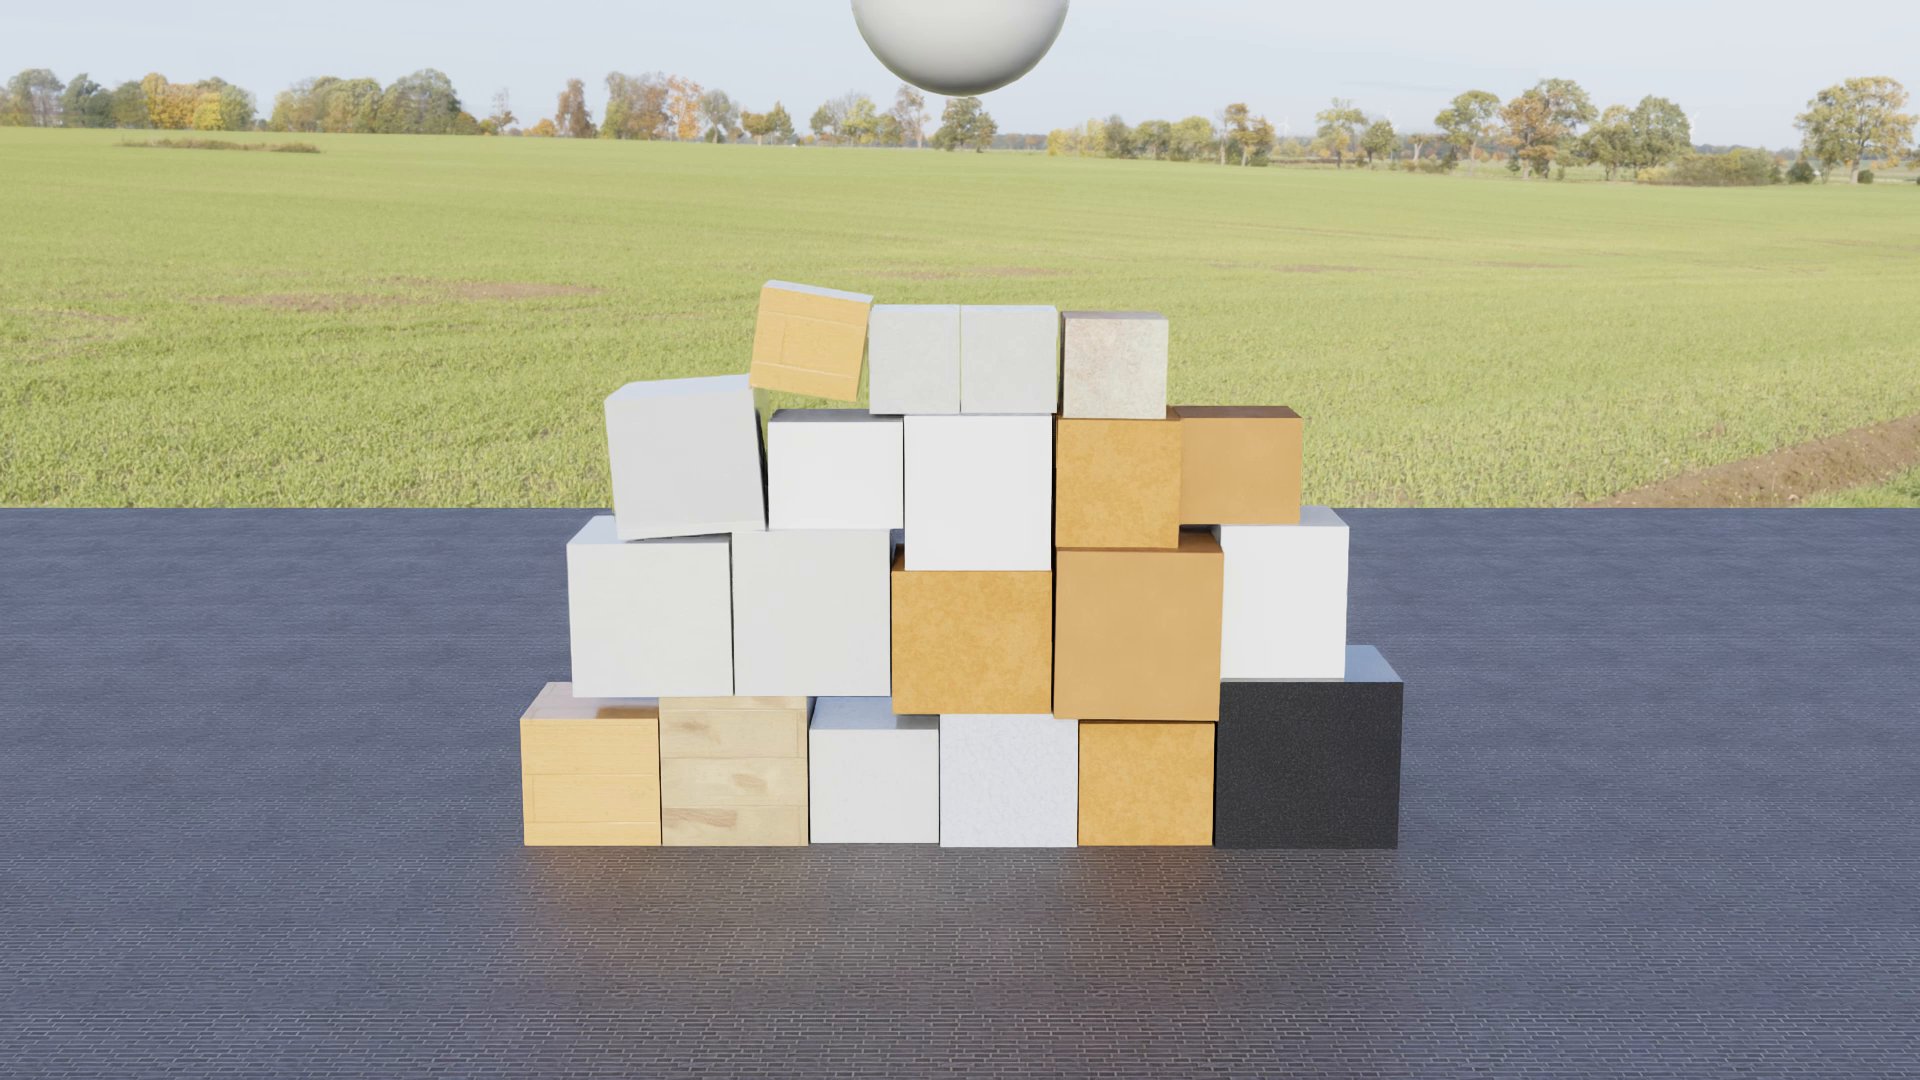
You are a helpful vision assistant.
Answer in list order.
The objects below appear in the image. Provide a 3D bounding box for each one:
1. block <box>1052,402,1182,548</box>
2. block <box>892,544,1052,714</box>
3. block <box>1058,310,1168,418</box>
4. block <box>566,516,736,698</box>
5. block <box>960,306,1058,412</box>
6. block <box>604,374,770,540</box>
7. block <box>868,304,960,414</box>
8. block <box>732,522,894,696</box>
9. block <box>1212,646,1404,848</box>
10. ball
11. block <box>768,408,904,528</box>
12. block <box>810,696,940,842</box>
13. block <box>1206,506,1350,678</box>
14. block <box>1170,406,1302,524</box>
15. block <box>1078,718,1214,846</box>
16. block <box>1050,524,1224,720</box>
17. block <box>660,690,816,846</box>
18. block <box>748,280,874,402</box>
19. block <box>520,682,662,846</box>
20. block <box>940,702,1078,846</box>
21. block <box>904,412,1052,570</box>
[{"bbox_3d":[0.776,-0.336,11.122,0.606,0.628,0.708,1,10,0],"label":"block"},{"bbox_3d":[0.058,0.442,11.261,0.789,0.723,0.767,0,10,0],"label":"block"},{"bbox_3d":[0.764,-0.885,11.033,0.502,0.485,0.532,1,10,0],"label":"block"},{"bbox_3d":[-1.525,0.324,11.234,0.792,0.771,0.829,0,10,0],"label":"block"},{"bbox_3d":[0.241,-0.912,11.032,0.474,0.497,0.442,0,10,0],"label":"block"},{"bbox_3d":[-1.340,-0.433,11.093,0.723,0.691,0.774,-4,10,1],"label":"block"},{"bbox_3d":[-0.224,-0.912,11.021,0.443,0.499,0.486,0,10,0],"label":"block"},{"bbox_3d":[-0.731,0.297,11.228,0.769,0.825,0.792,0,10,0],"label":"block"},{"bbox_3d":[1.738,1.054,11.359,0.915,0.861,0.809,0,10,0],"label":"block"},{"bbox_3d":[0.000,-3.978,15.696,1.600,1.600,1.600,0,10,0],"label":"ball"},{"bbox_3d":[-0.612,-0.367,11.106,0.663,0.527,0.565,0,10,0],"label":"block"},{"bbox_3d":[-0.432,1.183,11.409,0.648,0.590,0.664,0,10,0],"label":"block"},{"bbox_3d":[1.604,0.253,11.223,0.629,0.764,0.641,0,10,0],"label":"block"},{"bbox_3d":[1.386,-0.387,11.129,0.604,0.528,0.523,0,10,0],"label":"block"},{"bbox_3d":[0.935,1.165,11.390,0.673,0.632,0.718,0,10,0],"label":"block"},{"bbox_3d":[0.876,0.392,11.232,0.815,0.841,0.917,1,10,0],"label":"block"},{"bbox_3d":[-1.132,1.090,11.370,0.733,0.786,0.719,0,10,0],"label":"block"},{"bbox_3d":[-0.738,-1.000,10.981,0.531,0.492,0.512,9,10,-2],"label":"block"},{"bbox_3d":[-1.852,1.149,11.406,0.687,0.658,0.758,0,10,0],"label":"block"},{"bbox_3d":[0.245,1.138,11.382,0.686,0.689,0.764,0,10,0],"label":"block"},{"bbox_3d":[0.089,-0.287,11.119,0.719,0.764,0.685,0,10,0],"label":"block"}]
